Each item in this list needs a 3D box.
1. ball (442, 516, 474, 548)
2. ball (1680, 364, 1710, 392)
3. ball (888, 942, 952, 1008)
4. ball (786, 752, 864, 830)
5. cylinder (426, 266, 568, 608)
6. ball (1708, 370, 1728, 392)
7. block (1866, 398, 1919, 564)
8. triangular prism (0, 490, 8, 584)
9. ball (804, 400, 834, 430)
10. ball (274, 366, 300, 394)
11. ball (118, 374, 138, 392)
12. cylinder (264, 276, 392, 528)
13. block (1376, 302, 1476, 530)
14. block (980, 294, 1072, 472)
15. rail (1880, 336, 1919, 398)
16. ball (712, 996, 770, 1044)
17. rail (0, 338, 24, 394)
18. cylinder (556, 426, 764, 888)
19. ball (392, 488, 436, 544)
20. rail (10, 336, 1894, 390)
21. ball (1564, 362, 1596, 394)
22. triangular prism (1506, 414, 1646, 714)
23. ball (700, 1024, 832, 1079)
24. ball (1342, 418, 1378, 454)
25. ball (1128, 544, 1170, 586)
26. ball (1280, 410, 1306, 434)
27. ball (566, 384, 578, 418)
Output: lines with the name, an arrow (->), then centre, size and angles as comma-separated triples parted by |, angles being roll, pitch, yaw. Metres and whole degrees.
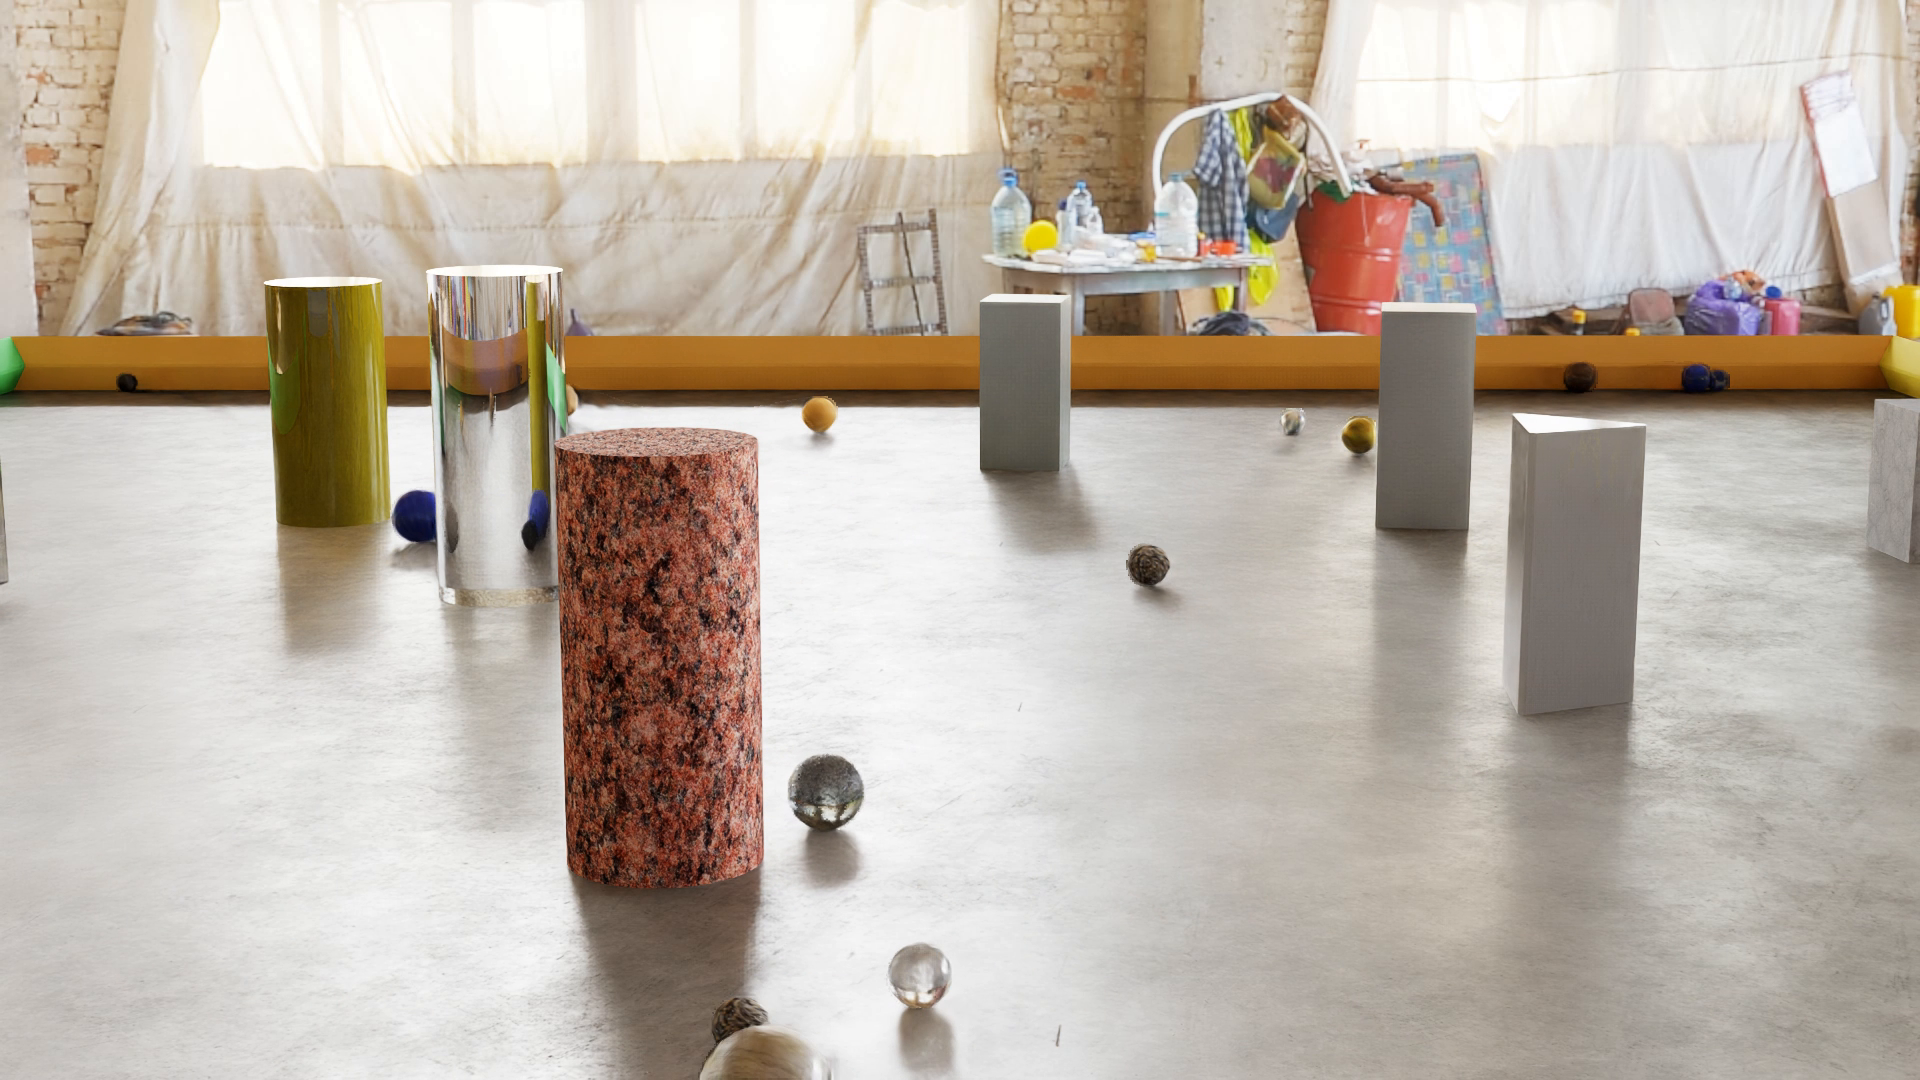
ball -> -0.759, -0.013, 3.876 | 0.048, 0.048, 0.048 | 0, 11, 0
ball -> 1.626, -0.357, 5.670 | 0.064, 0.064, 0.064 | 0, 11, 0
ball -> -0.031, 0.338, 1.995 | 0.051, 0.051, 0.051 | 0, 11, 0
ball -> -0.129, 0.240, 2.454 | 0.074, 0.074, 0.074 | 0, 11, 0
cylinder -> -0.628, -0.145, 3.503 | 0.182, 0.445, 0.182 | 0, 11, 0
ball -> 1.679, -0.353, 5.690 | 0.048, 0.048, 0.048 | 0, 11, 0
block -> 1.455, -0.090, 3.814 | 0.145, 0.223, 0.145 | -1, 11, -5
triangular prism -> -1.384, -0.104, 3.539 | 0.157, 0.350, 0.136 | 7, 13, 33
ball -> -0.279, -0.248, 5.072 | 0.057, 0.057, 0.057 | 0, 11, 0
ball -> -1.485, -0.353, 5.659 | 0.059, 0.059, 0.059 | 0, 11, 0
ball -> -1.842, -0.347, 5.676 | 0.042, 0.042, 0.042 | 0, 11, 0
cylinder -> -1.007, -0.222, 4.095 | 0.182, 0.379, 0.182 | 0, 11, 0
block -> 0.738, -0.199, 4.072 | 0.145, 0.341, 0.145 | 2, 11, 9
block -> 0.119, -0.287, 4.649 | 0.145, 0.302, 0.145 | 2, 11, 10
rail -> 2.075, 0.028, 3.462 | 0.045, 0.118, 4.627 | 0, 11, 0
ball -> -0.162, 0.360, 1.900 | 0.043, 0.043, 0.043 | 0, 11, 0
rail -> -2.075, 0.033, 3.438 | 0.045, 0.118, 4.627 | 0, 11, 0
cylinder -> -0.272, 0.102, 2.337 | 0.182, 0.389, 0.182 | 0, 11, 0
ball -> -0.822, -0.037, 3.907 | 0.083, 0.083, 0.083 | 0, 11, 0
rail -> -0.013, -0.392, 5.701 | 4.197, 0.118, 0.045 | 0, 11, 0
ball -> 1.367, -0.359, 5.663 | 0.069, 0.069, 0.069 | 0, 11, 0
triangular prism -> 0.675, 0.022, 2.953 | 0.157, 0.320, 0.136 | -5, 12, -24
ball -> -0.130, 0.370, 1.716 | 0.091, 0.091, 0.091 | 0, 11, 0
ball -> 0.747, -0.195, 4.792 | 0.068, 0.068, 0.068 | 0, 11, 0
ball -> 0.265, 0.035, 3.597 | 0.057, 0.057, 0.057 | 0, 11, 0
ball -> 0.655, -0.233, 5.048 | 0.049, 0.049, 0.049 | 0, 11, 0
ball -> -0.820, -0.285, 5.260 | 0.073, 0.073, 0.073 | 0, 11, 0
